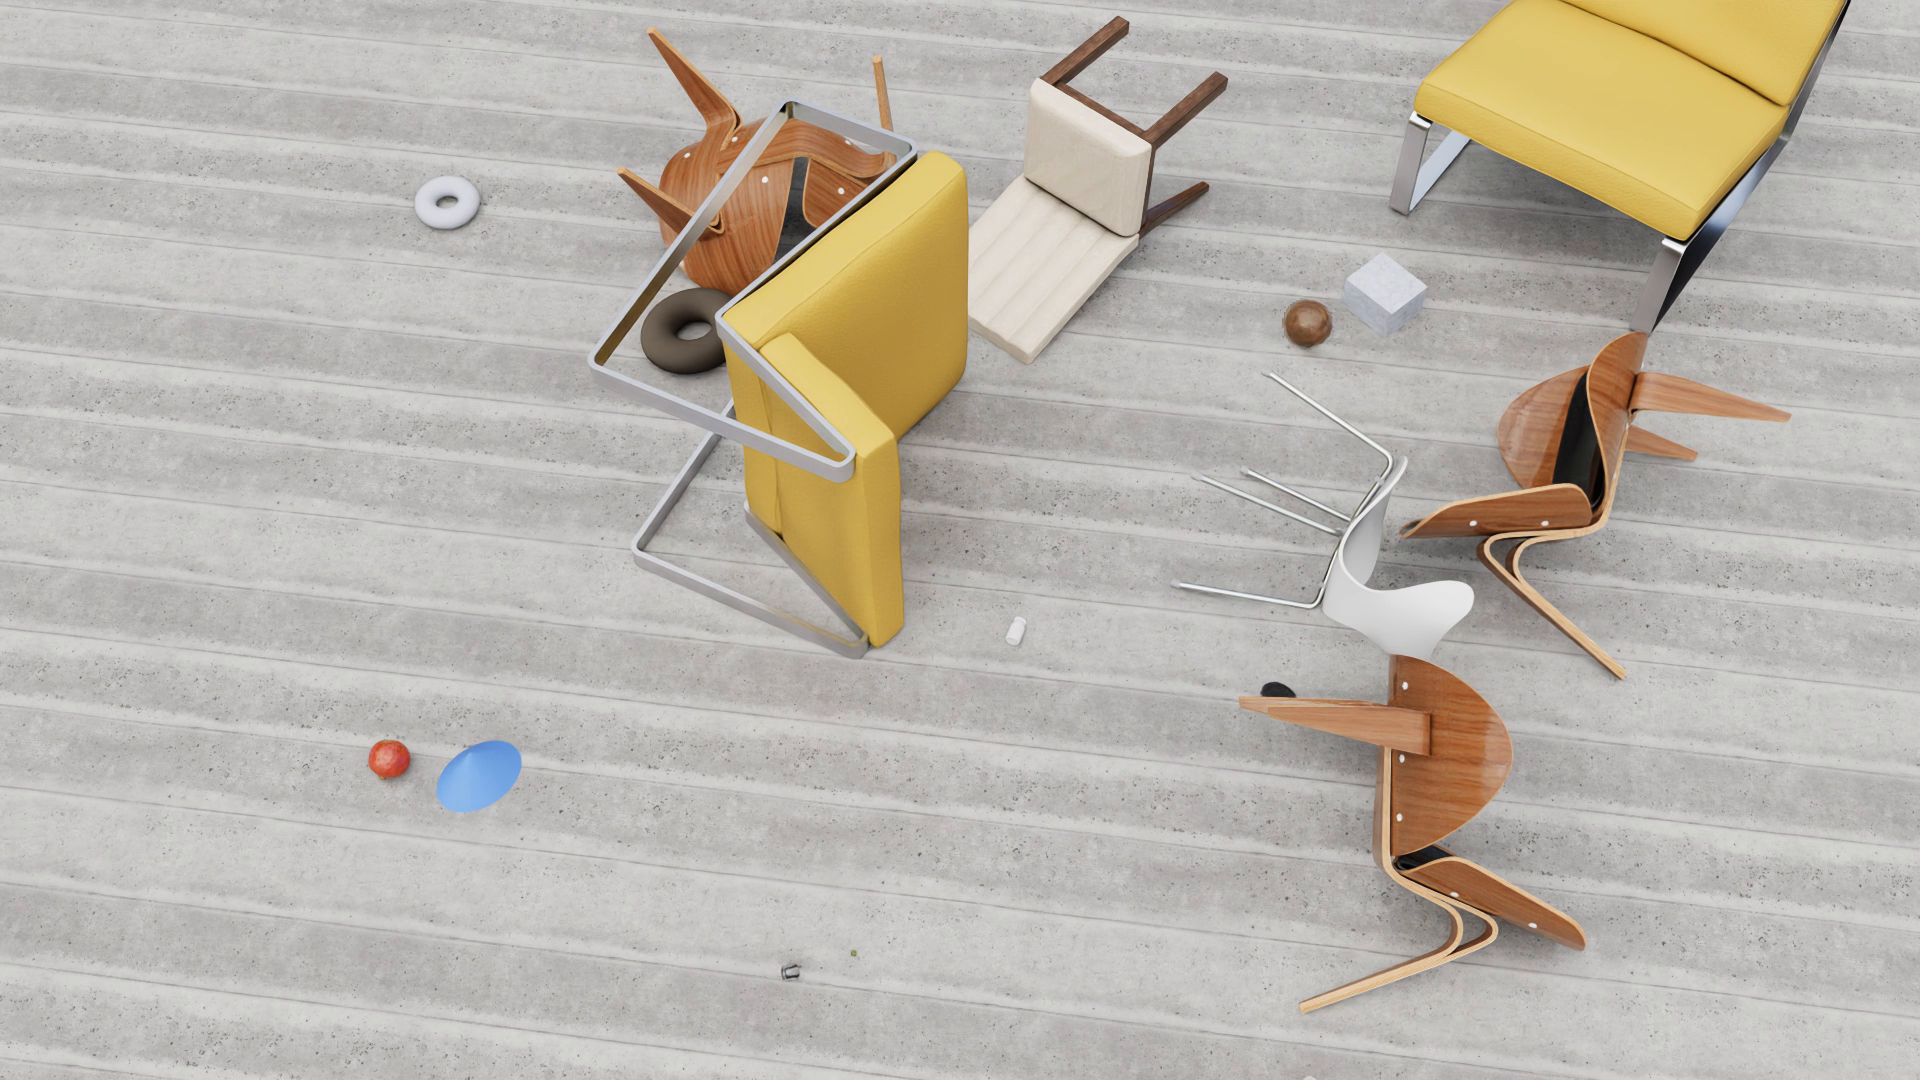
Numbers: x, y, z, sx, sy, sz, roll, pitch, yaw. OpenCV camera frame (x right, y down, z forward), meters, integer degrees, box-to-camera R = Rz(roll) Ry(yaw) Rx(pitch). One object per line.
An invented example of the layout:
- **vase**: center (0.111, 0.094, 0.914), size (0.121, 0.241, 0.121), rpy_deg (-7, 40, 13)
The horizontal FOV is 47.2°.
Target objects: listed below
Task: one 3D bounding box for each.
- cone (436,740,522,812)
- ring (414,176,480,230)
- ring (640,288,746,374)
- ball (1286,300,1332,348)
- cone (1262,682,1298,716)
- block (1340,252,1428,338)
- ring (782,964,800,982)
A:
- **cone**: center (-1.340, 0.619, 6.074), size (0.257, 0.140, 0.193), rpy_deg (-38, 64, -23)
- **ring**: center (-1.700, -1.119, 7.286), size (0.217, 0.066, 0.217), rpy_deg (-6, 57, -5)
- **ring**: center (-0.841, -0.662, 6.951), size (0.347, 0.114, 0.301), rpy_deg (-28, 62, -17)
- **ball**: center (1.101, -0.683, 6.943), size (0.149, 0.149, 0.149), rpy_deg (0, 56, 0)
- **cone**: center (0.920, 0.431, 6.258), size (0.120, 0.094, 0.093), rpy_deg (44, 31, -3)
- **block**: center (1.354, -0.783, 7.026), size (0.170, 0.121, 0.195), rpy_deg (-36, 63, -22)
- **ring**: center (-0.446, 1.137, 5.780), size (0.039, 0.055, 0.049), rpy_deg (-8, 71, -22)
